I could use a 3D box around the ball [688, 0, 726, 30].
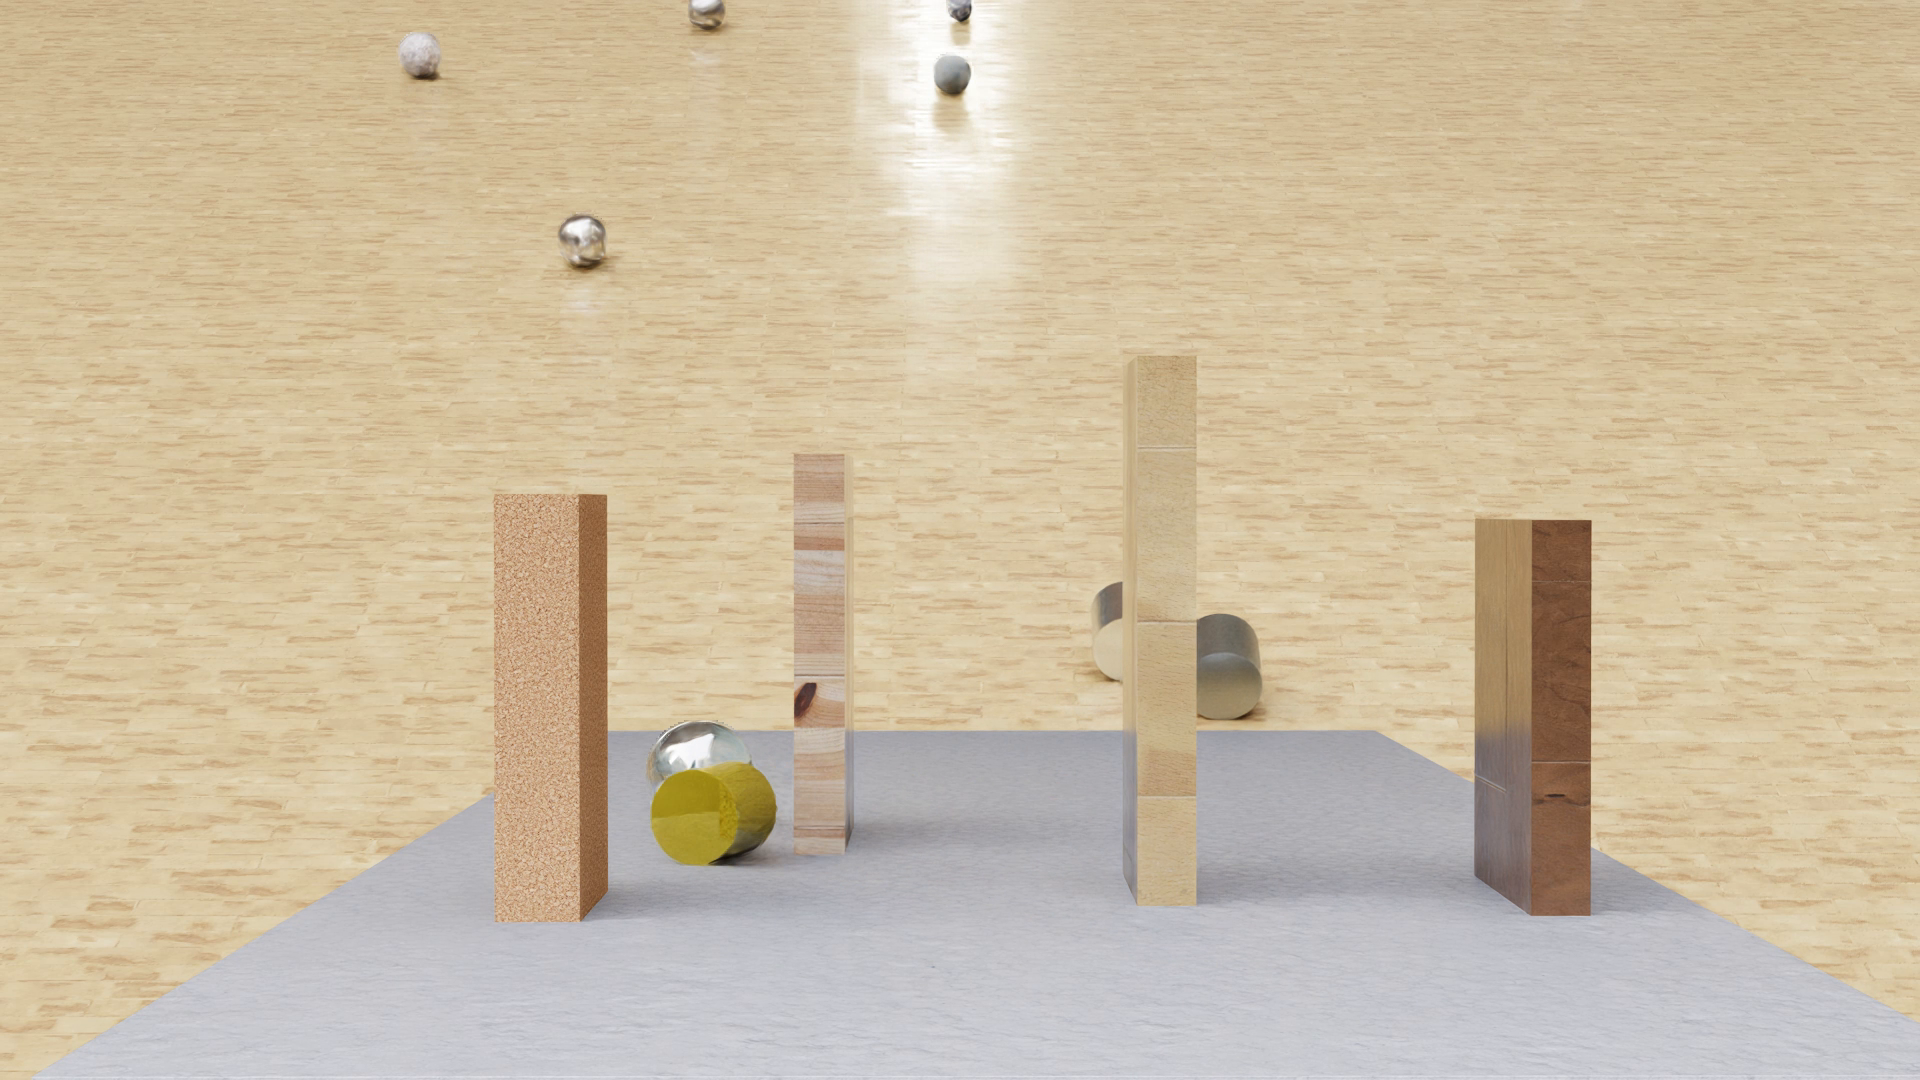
[{"bbox_3d":[-1.210,-2.525,12.320,0.180,0.180,0.180,0,28,0],"label":"ball"}]

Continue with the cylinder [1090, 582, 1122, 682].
[{"bbox_3d":[0.457,0.248,7.030,0.202,0.202,0.202,0,28,0],"label":"cylinder"}]

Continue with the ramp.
[{"bbox_3d":[0.063,0.563,4.603,2.000,0.100,4.000,0,1,0],"label":"ramp"}]

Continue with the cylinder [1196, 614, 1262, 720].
[{"bbox_3d":[0.694,0.336,6.857,0.207,0.207,0.207,1,28,3],"label":"cylinder"}]

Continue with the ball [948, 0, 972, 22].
[{"bbox_3d":[0.000,-2.566,12.456,0.124,0.124,0.124,0,28,0],"label":"ball"}]

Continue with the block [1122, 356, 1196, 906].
[{"bbox_3d":[0.297,0.129,3.867,0.085,0.789,0.328,0,1,0],"label":"block"}]

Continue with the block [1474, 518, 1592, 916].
[{"bbox_3d":[0.840,0.246,3.810,0.084,0.554,0.397,0,1,0],"label":"block"}]

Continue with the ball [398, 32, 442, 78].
[{"bbox_3d":[-2.437,-2.189,11.663,0.197,0.197,0.197,0,28,0],"label":"ball"}]

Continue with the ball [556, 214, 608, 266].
[{"bbox_3d":[-1.408,-1.118,9.634,0.192,0.192,0.192,0,28,0],"label":"ball"}]

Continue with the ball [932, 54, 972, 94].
[{"bbox_3d":[-0.036,-2.066,11.453,0.175,0.175,0.175,0,28,0],"label":"ball"}]

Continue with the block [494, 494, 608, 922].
[{"bbox_3d":[-0.584,0.230,3.706,0.117,0.591,0.289,0,1,0],"label":"block"}]

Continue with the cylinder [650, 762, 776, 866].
[{"bbox_3d":[-0.399,0.443,4.195,0.153,0.153,0.153,11,4,20],"label":"cylinder"}]

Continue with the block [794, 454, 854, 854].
[{"bbox_3d":[-0.232,0.185,4.444,0.084,0.660,0.377,0,1,0],"label":"block"}]

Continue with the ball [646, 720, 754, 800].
[{"bbox_3d":[-0.464,0.418,4.612,0.191,0.191,0.191,0,28,0],"label":"ball"}]
